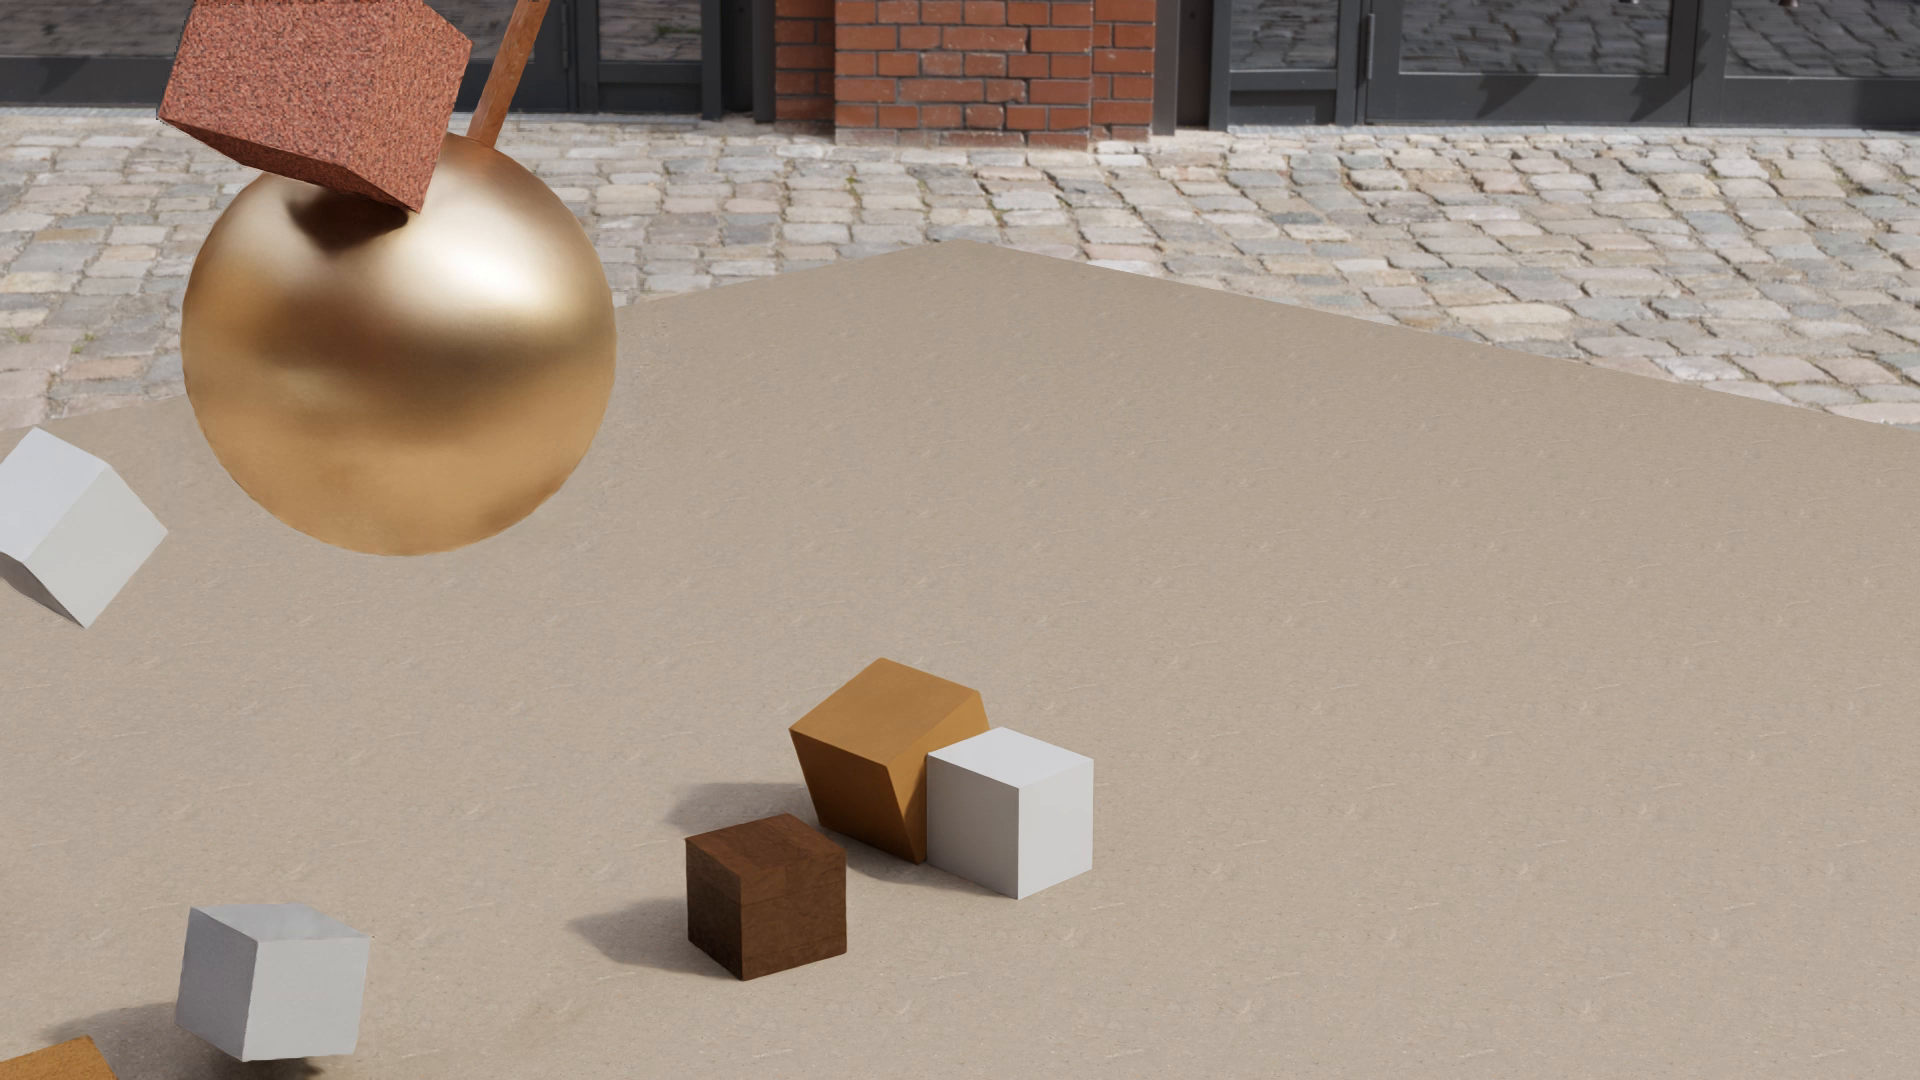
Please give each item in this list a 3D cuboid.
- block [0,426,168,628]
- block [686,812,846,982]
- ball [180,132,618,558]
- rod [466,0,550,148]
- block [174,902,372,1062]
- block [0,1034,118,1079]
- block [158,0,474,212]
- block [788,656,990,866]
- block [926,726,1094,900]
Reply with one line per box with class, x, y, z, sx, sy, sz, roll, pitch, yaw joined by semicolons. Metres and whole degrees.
block;-2.919;-0.041;9.513;0.376;0.395;0.415;23;67;31
block;-0.837;1.534;12.653;0.513;0.485;0.488;-11;21;-31
ball;-2.080;-0.735;10.930;1.600;1.600;1.600;0;17;0
rod;-0.902;-3.916;11.166;0.080;5.200;0.080;17;-5;42
block;-2.708;1.731;11.547;0.500;0.470;0.532;5;6;-44
block;-3.167;2.214;10.067;0.638;0.628;0.638;-15;29;-30
block;-2.180;-1.571;9.985;0.701;0.628;0.656;16;-4;12
block;-0.290;1.032;13.801;0.667;0.581;0.627;17;43;43
block;0.228;1.248;13.471;0.491;0.542;0.586;-17;24;-42
